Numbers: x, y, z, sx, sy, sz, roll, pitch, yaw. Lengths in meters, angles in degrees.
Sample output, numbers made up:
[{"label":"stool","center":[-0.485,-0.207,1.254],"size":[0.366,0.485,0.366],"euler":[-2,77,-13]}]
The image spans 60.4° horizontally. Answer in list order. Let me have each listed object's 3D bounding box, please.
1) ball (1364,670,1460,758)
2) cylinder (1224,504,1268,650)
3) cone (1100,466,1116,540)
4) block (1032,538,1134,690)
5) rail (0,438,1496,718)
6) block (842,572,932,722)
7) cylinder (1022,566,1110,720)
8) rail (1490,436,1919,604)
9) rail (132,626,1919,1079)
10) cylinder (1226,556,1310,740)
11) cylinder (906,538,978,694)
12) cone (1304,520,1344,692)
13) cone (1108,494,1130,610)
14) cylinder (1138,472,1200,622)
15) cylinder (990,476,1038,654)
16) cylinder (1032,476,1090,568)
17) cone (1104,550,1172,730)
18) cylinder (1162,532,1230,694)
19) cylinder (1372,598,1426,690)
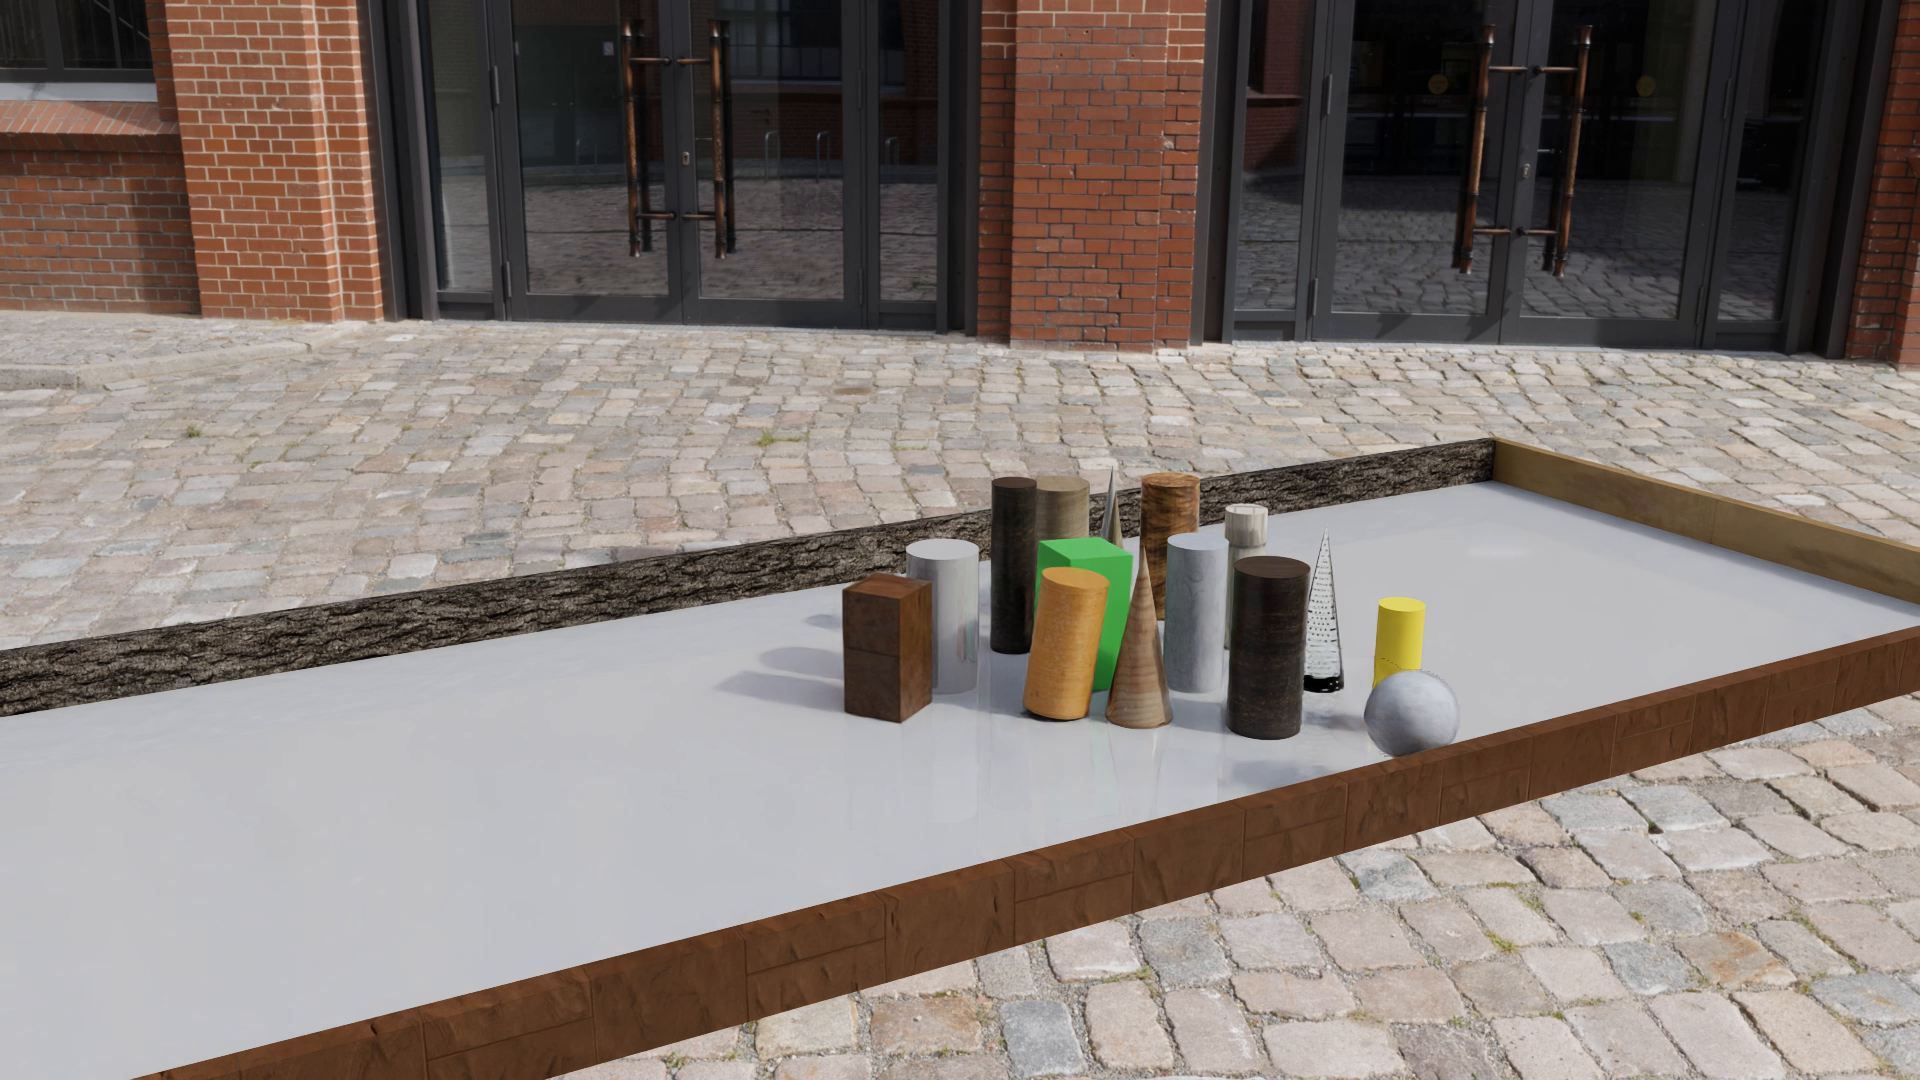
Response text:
[{"label":"ball","center":[0.944,0.369,3.447],"size":[0.191,0.191,0.191],"euler":[0,16,0]},{"label":"cylinder","center":[0.747,0.100,4.350],"size":[0.109,0.375,0.109],"euler":[0,16,0]},{"label":"cone","center":[0.445,-0.045,4.850],"size":[0.106,0.370,0.106],"euler":[0,16,0]},{"label":"block","center":[0.300,0.184,4.104],"size":[0.172,0.342,0.172],"euler":[-3,16,-23]},{"label":"rail","center":[-3.305,0.497,3.399],"size":[12.000,0.150,0.050],"euler":[-9,18,-27]},{"label":"block","center":[-0.172,0.255,3.940],"size":[0.155,0.307,0.155],"euler":[8,18,27]},{"label":"cylinder","center":[0.251,0.243,3.915],"size":[0.161,0.327,0.161],"euler":[7,16,-2]},{"label":"rail","center":[2.466,-0.048,5.253],"size":[0.050,0.150,2.100],"euler":[-9,18,-27]},{"label":"rail","center":[-2.336,1.006,1.665],"size":[12.000,0.150,0.050],"euler":[-9,18,-27]},{"label":"cylinder","center":[0.712,0.248,3.817],"size":[0.173,0.391,0.173],"euler":[0,16,0]},{"label":"cylinder","center":[-0.043,0.189,4.095],"size":[0.180,0.348,0.180],"euler":[0,16,0]},{"label":"cone","center":[0.894,0.155,4.078],"size":[0.139,0.423,0.139],"euler":[0,16,0]},{"label":"cone","center":[0.405,0.073,4.342],"size":[0.124,0.432,0.124],"euler":[0,16,0]},{"label":"cylinder","center":[0.582,0.018,4.609],"size":[0.162,0.386,0.162],"euler":[0,16,0]},{"label":"cylinder","center":[0.140,0.068,4.322],"size":[0.119,0.452,0.119],"euler":[0,16,0]},{"label":"cylinder","center":[0.271,0.026,4.593],"size":[0.173,0.380,0.173],"euler":[0,16,0]},{"label":"cone","center":[0.426,0.215,3.869],"size":[0.164,0.425,0.164],"euler":[0,16,0]},{"label":"cylinder","center":[0.582,0.180,4.086],"size":[0.150,0.370,0.150],"euler":[0,16,0]},{"label":"cylinder","center":[1.010,0.294,3.808],"size":[0.104,0.308,0.104],"euler":[0,16,0]}]
